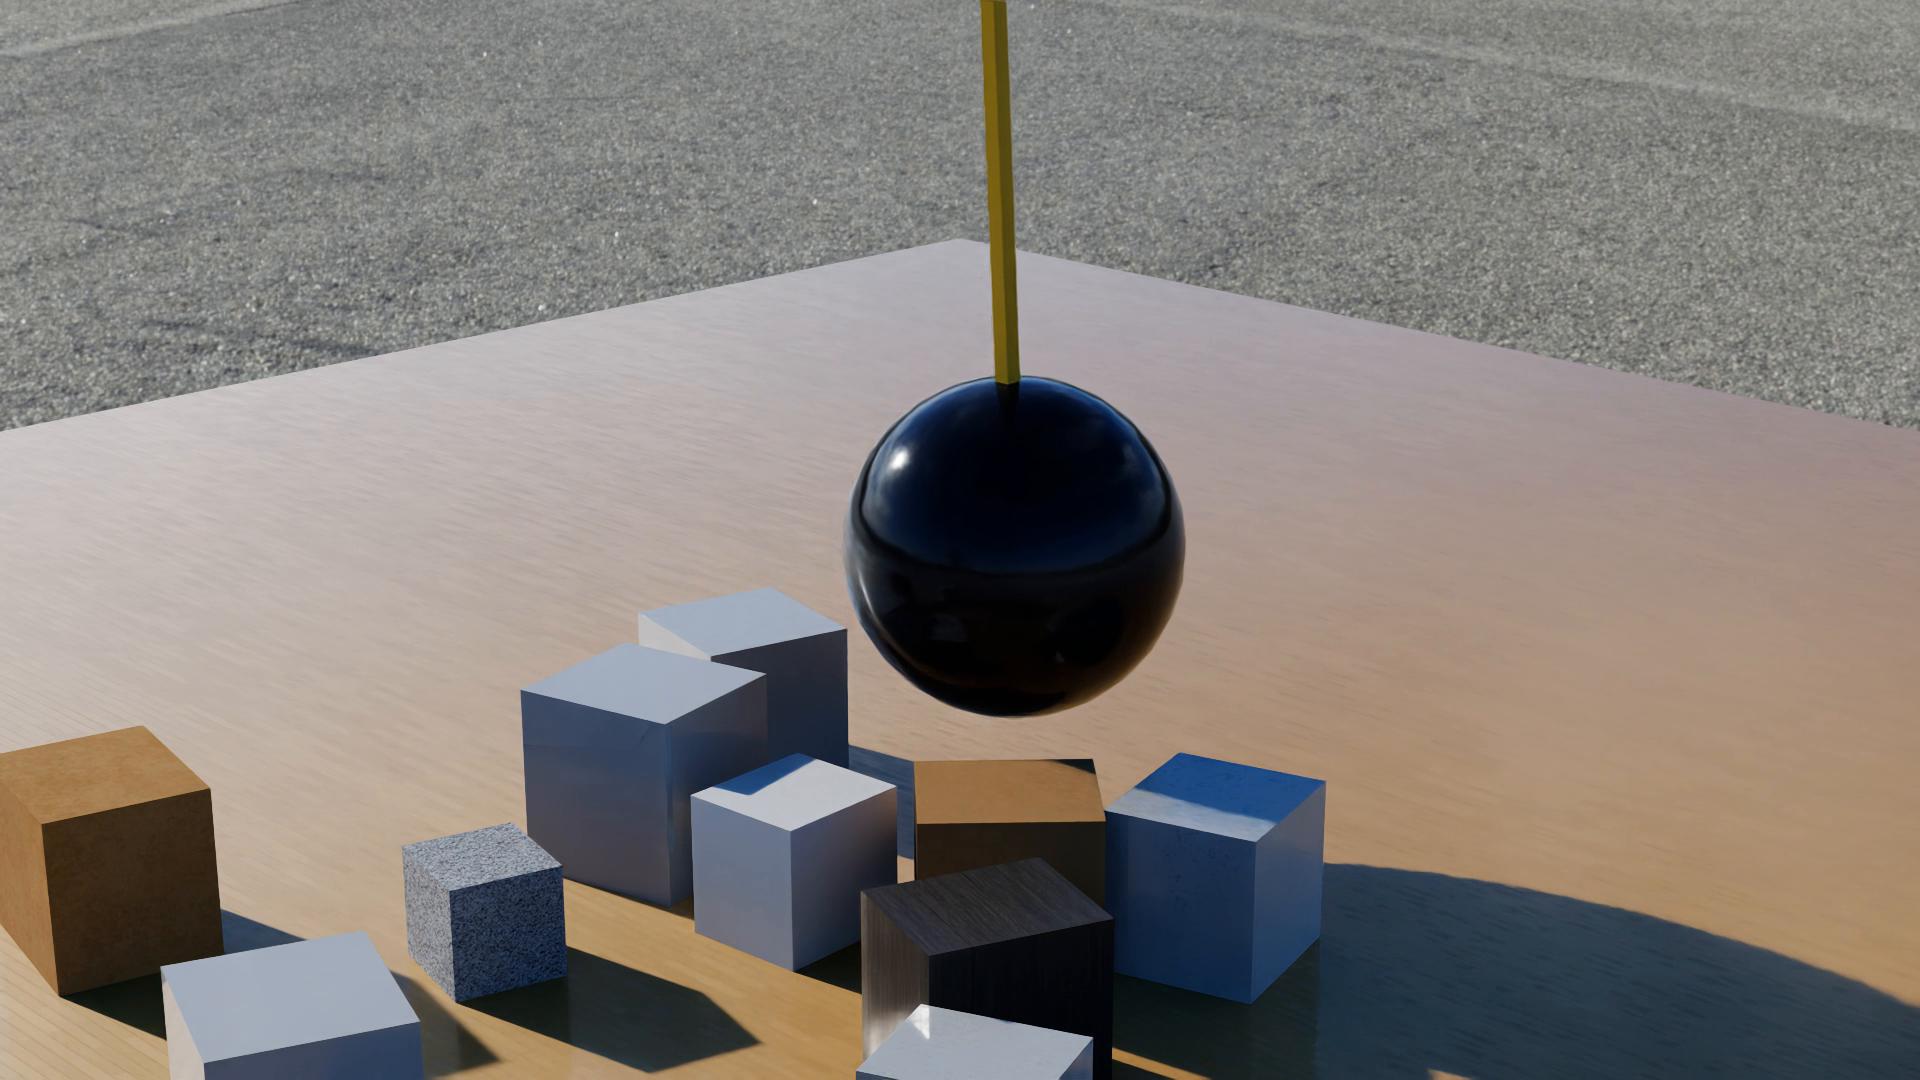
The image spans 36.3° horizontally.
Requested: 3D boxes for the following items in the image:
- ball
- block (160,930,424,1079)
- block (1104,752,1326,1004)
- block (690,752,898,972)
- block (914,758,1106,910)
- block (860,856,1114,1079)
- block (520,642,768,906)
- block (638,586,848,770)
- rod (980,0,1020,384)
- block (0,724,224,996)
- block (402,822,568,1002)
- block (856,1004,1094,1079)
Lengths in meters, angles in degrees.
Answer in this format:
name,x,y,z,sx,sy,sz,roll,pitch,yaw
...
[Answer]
name,x,y,z,sx,sy,sz,roll,pitch,yaw
ball,0.251,0.030,13.614,1.600,1.600,1.600,0,17,0
block,-2.451,1.995,10.799,0.765,0.717,0.840,-8,19,-23
block,1.088,1.434,12.562,0.694,0.731,0.754,9,20,28
block,-0.719,1.397,12.819,0.601,0.649,0.663,15,23,39
block,0.202,1.418,12.606,0.785,0.736,0.699,-1,17,-2
block,0.101,1.775,11.387,0.774,0.785,0.643,-8,19,-24
block,-1.440,1.063,13.507,0.821,0.873,0.763,11,20,30
block,-1.084,0.758,14.675,0.758,0.754,0.776,-11,20,-31
rod,0.109,-3.166,12.461,0.080,5.200,0.080,17,27,42
block,-3.712,1.369,12.688,0.716,0.780,0.885,-11,21,-31
block,-2.025,1.577,12.481,0.505,0.507,0.542,-10,20,-29
block,0.057,2.127,10.553,0.680,0.614,0.567,7,19,22
